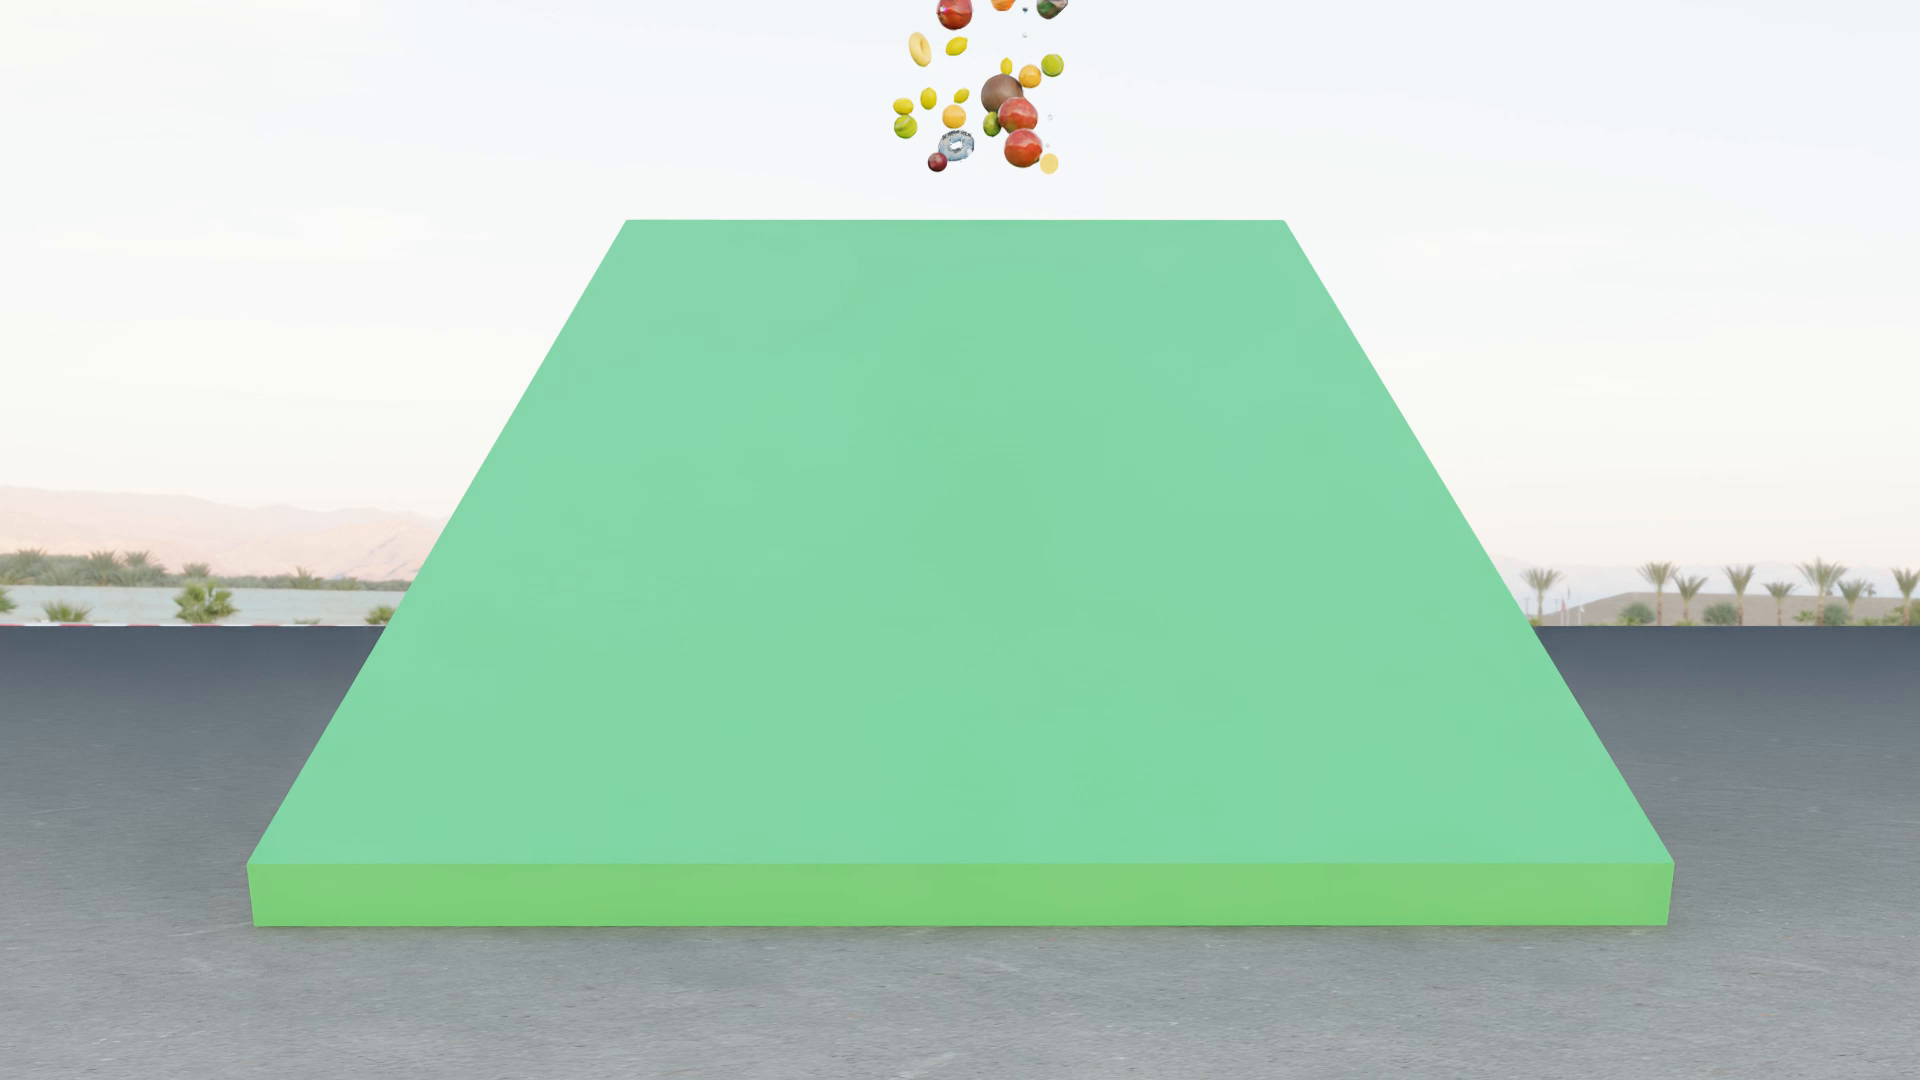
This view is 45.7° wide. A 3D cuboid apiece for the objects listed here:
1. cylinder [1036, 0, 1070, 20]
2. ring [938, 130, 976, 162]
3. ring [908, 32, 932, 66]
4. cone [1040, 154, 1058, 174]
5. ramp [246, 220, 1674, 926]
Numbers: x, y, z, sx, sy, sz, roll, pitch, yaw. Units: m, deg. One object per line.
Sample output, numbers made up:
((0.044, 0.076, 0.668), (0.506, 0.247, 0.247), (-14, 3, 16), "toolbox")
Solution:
((0.273, -1.588, 6.737), (0.073, 0.073, 0.073), (1, -18, -31), "cylinder")
((-0.011, -1.197, 6.918), (0.116, 0.116, 0.039), (0, -35, 13), "ring")
((-0.113, -1.384, 6.432), (0.034, 0.101, 0.101), (-13, -7, 25), "ring")
((0.249, -1.110, 6.704), (0.063, 0.063, 0.063), (1, 16, -25), "cone")
((-0.006, -0.214, 5.079), (2.000, 0.100, 4.000), (0, 21, 0), "ramp")
